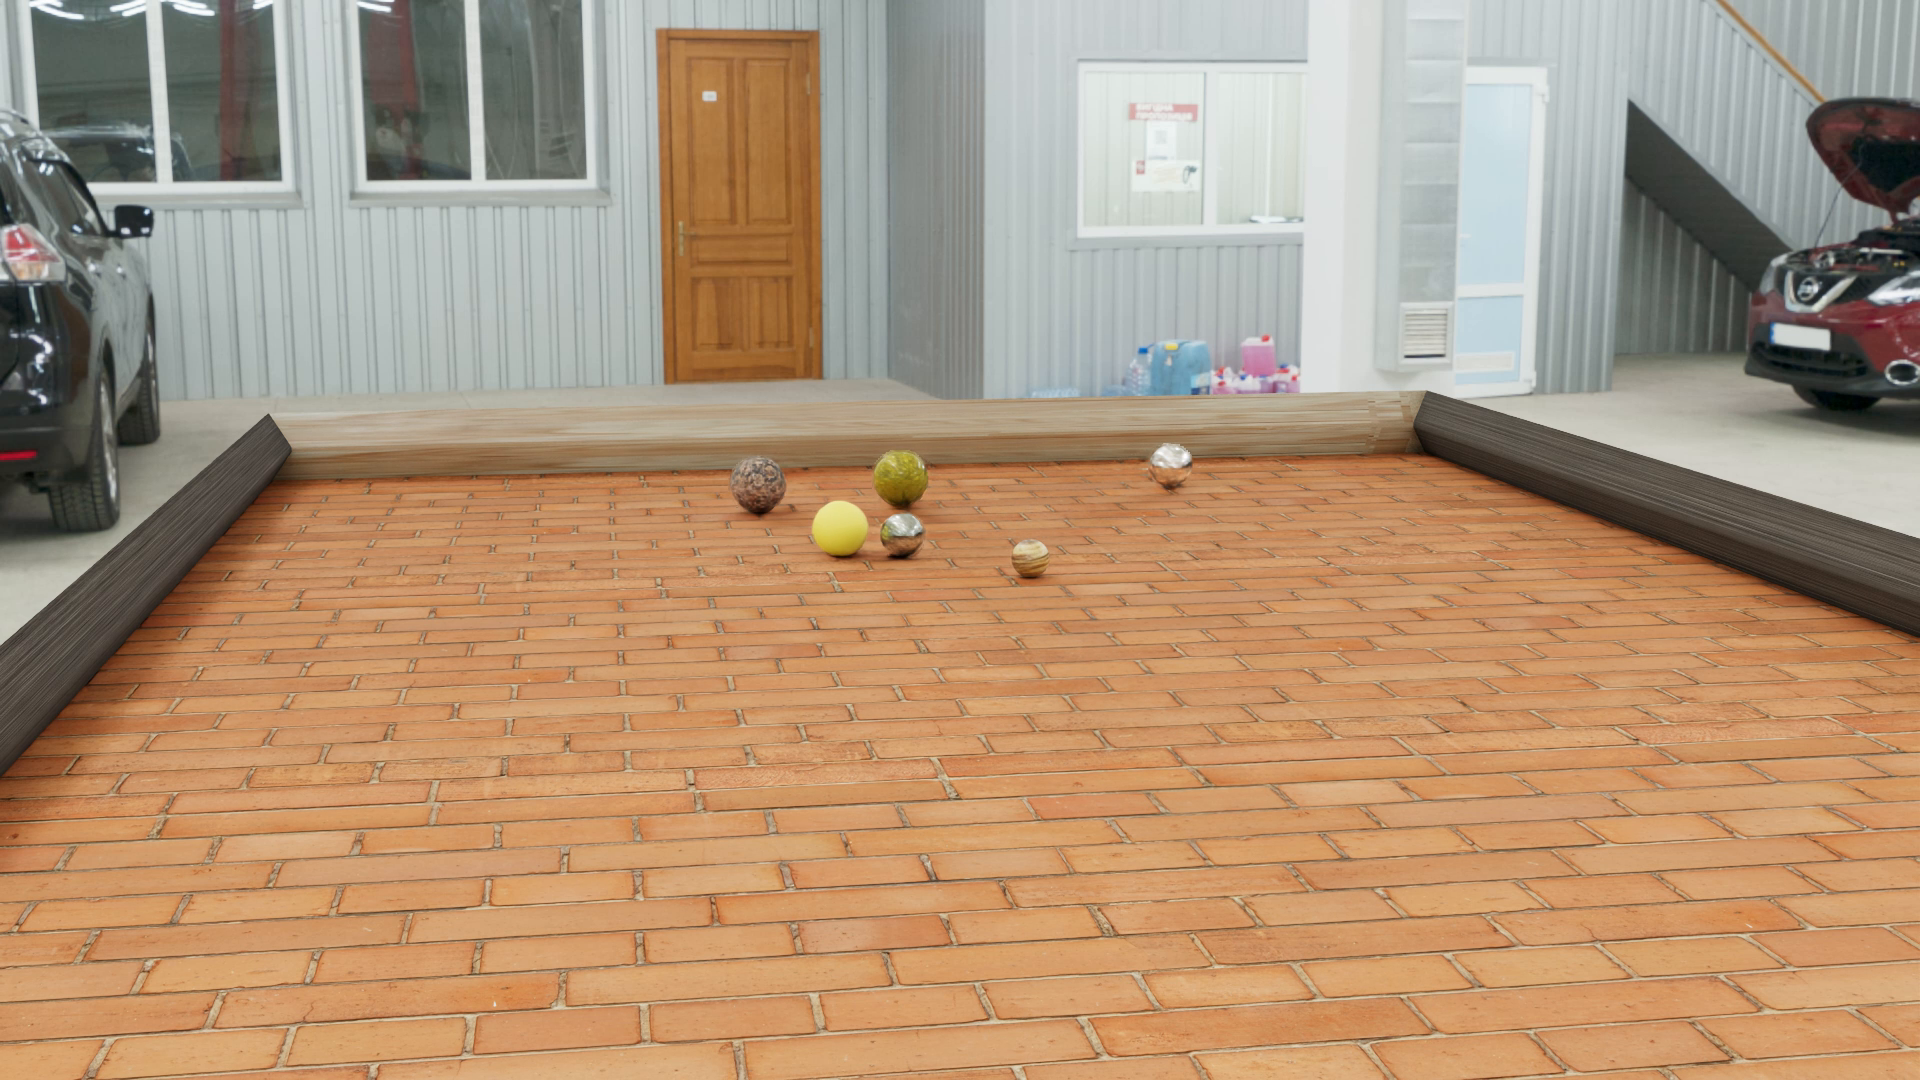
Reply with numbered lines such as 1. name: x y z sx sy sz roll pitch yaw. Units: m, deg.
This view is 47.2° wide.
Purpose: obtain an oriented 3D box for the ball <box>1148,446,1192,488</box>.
1. ball: 0.384 -0.134 4.017 0.078 0.078 0.078 0 10 0

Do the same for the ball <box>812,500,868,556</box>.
1. ball: -0.182 -0.017 3.362 0.085 0.085 0.085 0 10 0

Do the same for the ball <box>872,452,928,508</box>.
1. ball: -0.103 -0.105 3.812 0.096 0.096 0.096 0 10 0

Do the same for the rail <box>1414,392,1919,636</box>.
1. rail: 1.266 0.126 2.465 0.045 0.125 4.130 -2 11 -9

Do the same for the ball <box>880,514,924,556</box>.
1. ball: -0.089 -0.008 3.359 0.067 0.067 0.067 0 10 0

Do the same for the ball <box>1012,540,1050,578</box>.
1. ball: 0.103 0.027 3.202 0.056 0.056 0.056 0 10 0

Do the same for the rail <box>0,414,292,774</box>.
1. rail: -0.926 0.192 2.105 0.045 0.125 4.130 -2 11 -9

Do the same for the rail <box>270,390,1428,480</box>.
1. rail: -0.166 -0.204 4.265 2.269 0.125 0.045 -2 11 -9

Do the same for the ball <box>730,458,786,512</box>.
1. ball: -0.344 -0.094 3.754 0.094 0.094 0.094 0 10 0
